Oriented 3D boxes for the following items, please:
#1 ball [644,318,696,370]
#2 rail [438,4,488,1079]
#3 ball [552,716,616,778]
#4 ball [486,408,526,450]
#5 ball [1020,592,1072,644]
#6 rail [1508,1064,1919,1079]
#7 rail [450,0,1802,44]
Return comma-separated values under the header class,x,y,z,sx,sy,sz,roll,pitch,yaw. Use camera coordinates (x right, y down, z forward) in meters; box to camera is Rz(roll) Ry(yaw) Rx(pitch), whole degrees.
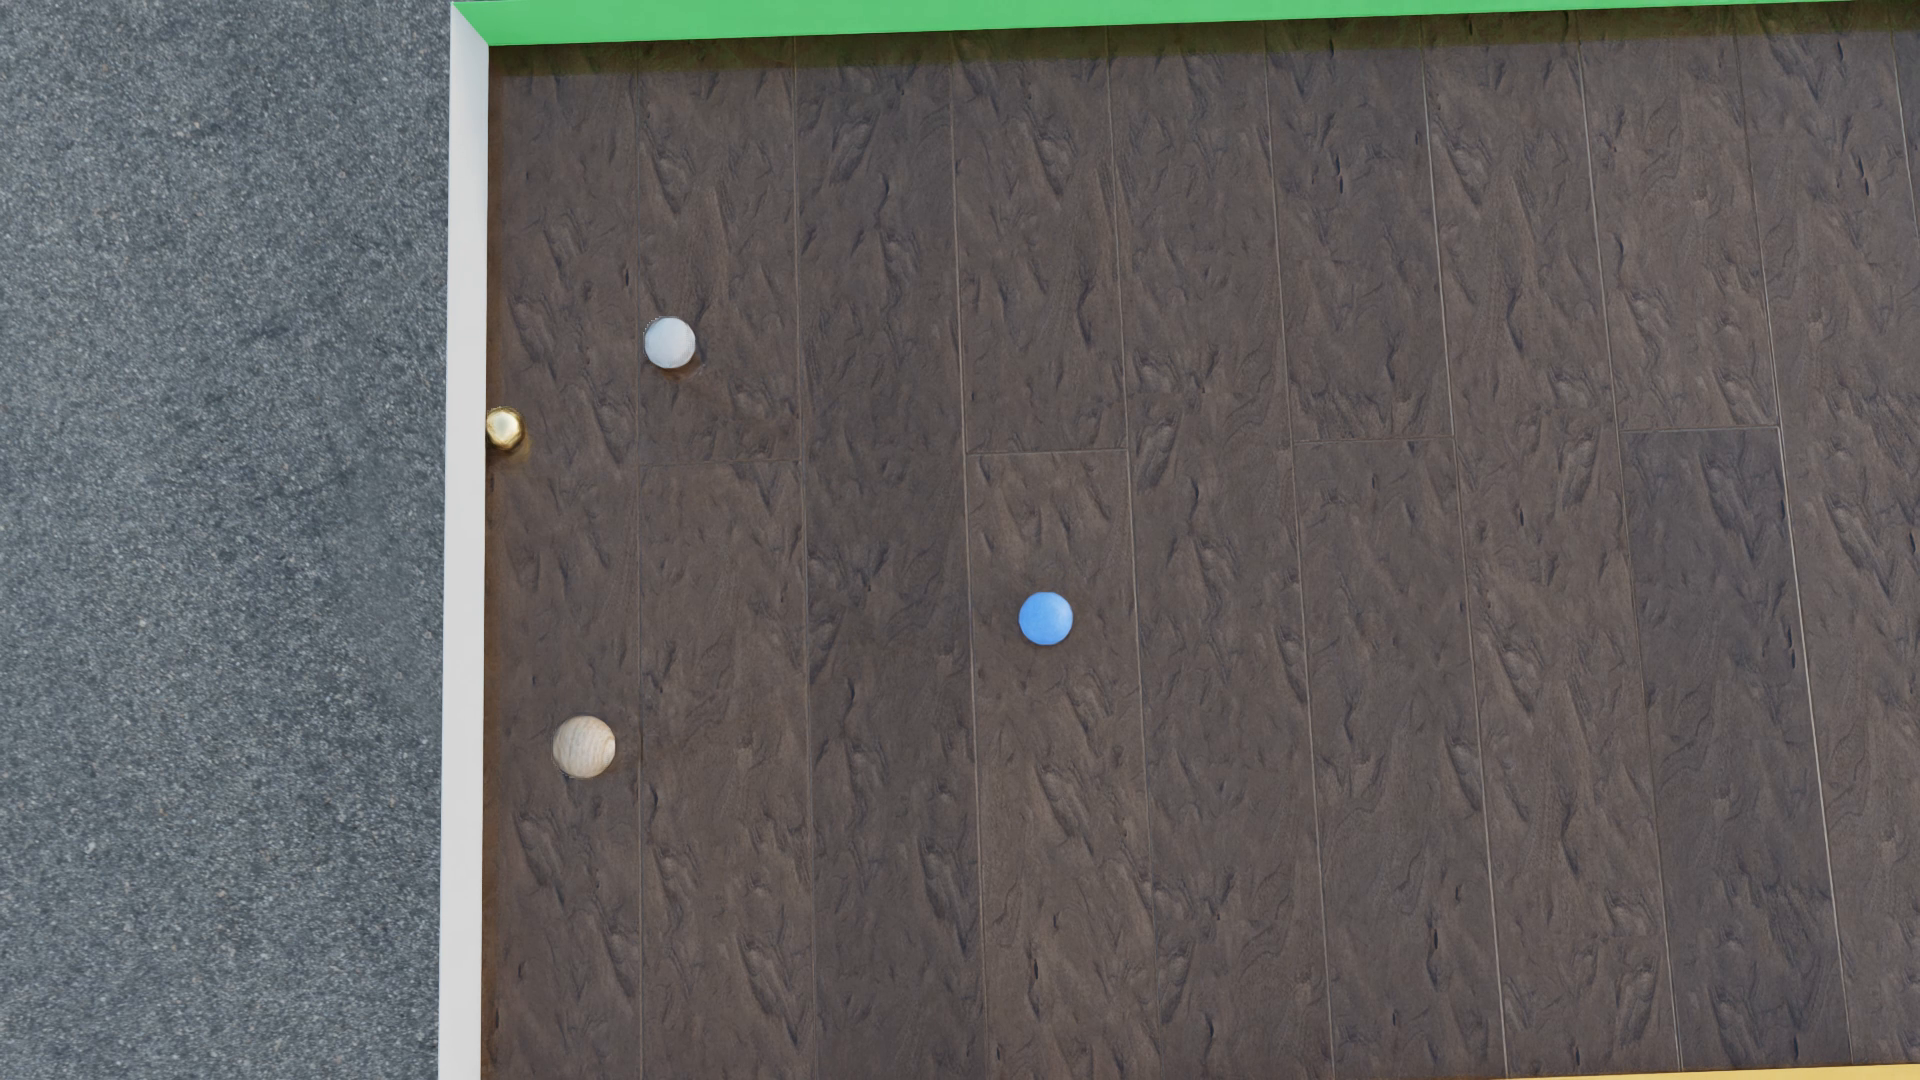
class,x,y,z,sx,sy,sz,roll,pitch,yaw
ball,-0.443,-0.300,3.360,0.078,0.078,0.078,0,78,0
rail,-0.730,0.022,3.271,0.045,0.120,1.716,-2,78,0
ball,-0.552,0.303,3.228,0.092,0.092,0.092,0,78,0
ball,-0.693,-0.168,3.339,0.065,0.065,0.065,0,78,0
ball,0.128,0.116,3.273,0.080,0.080,0.080,0,78,0
rail,0.784,0.786,3.113,3.018,0.120,0.045,-2,78,0
rail,0.724,-0.847,3.451,3.018,0.120,0.045,-2,78,0
